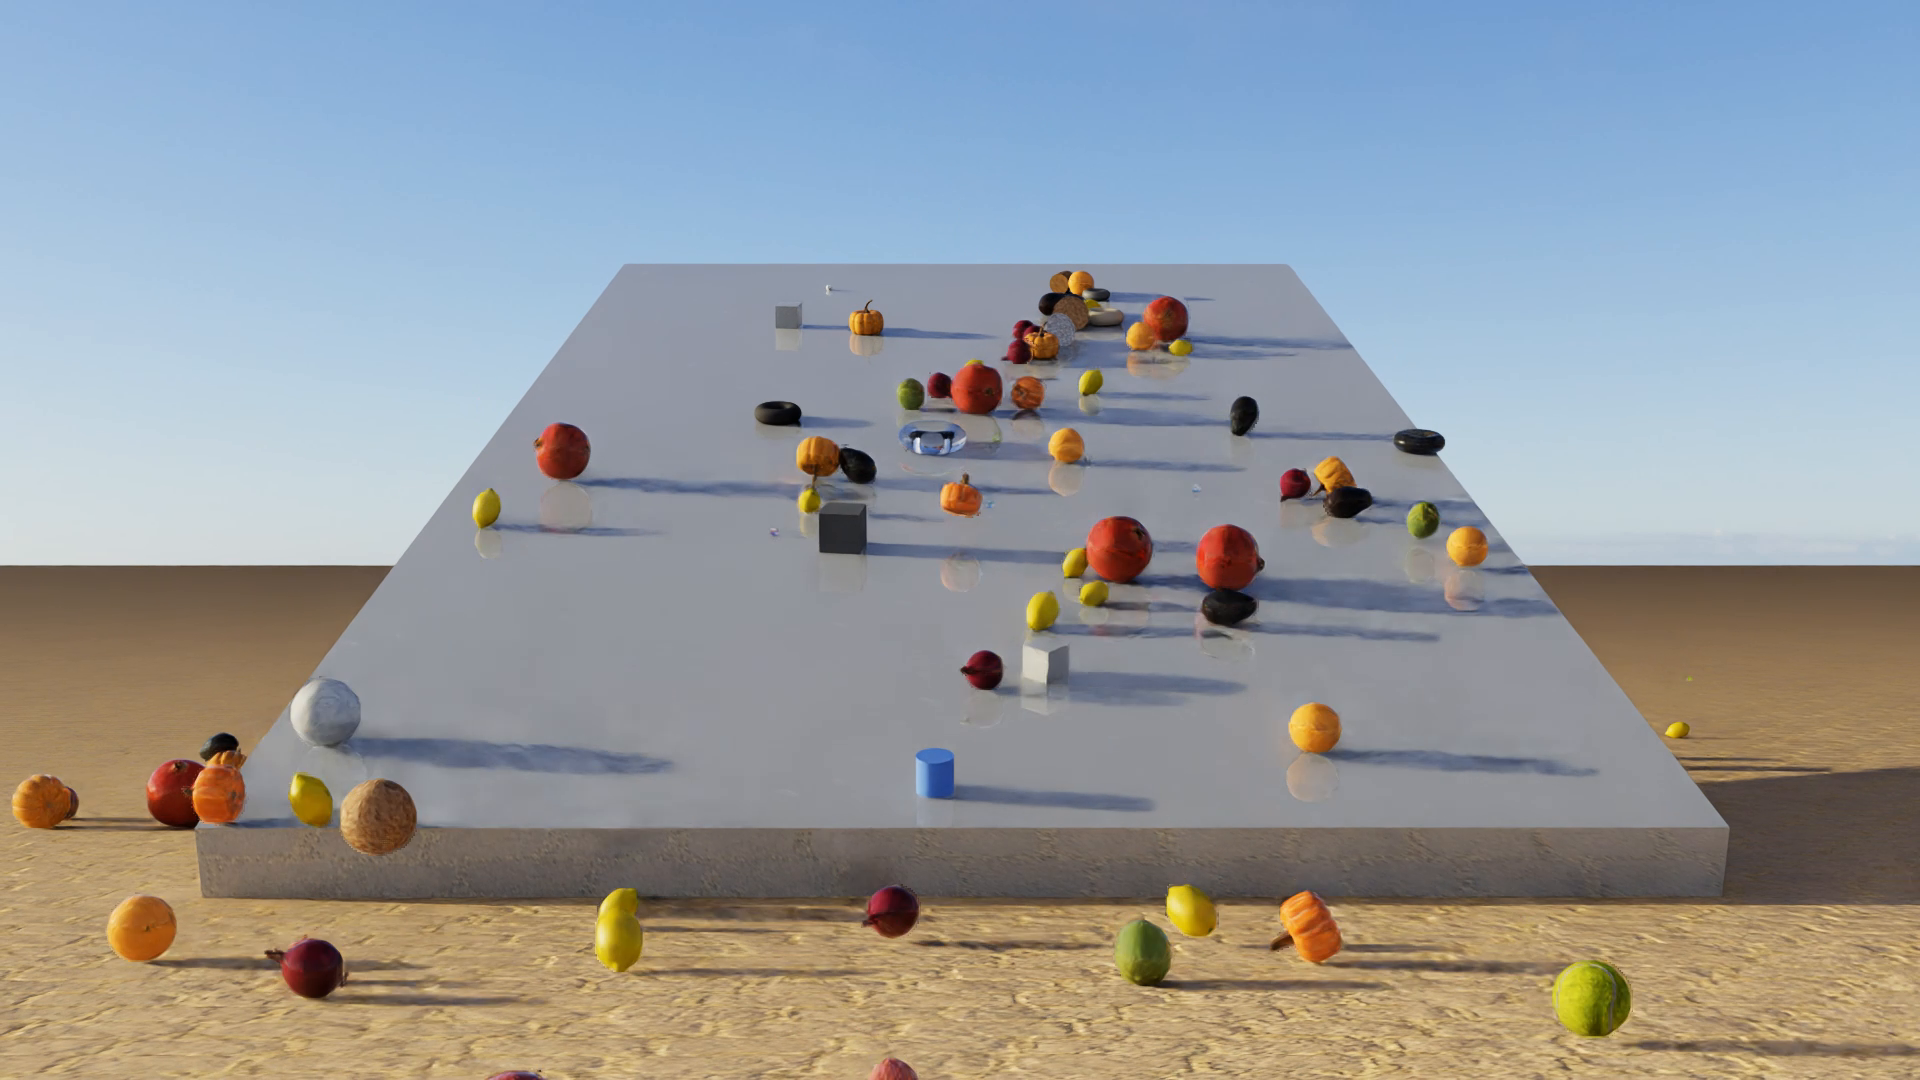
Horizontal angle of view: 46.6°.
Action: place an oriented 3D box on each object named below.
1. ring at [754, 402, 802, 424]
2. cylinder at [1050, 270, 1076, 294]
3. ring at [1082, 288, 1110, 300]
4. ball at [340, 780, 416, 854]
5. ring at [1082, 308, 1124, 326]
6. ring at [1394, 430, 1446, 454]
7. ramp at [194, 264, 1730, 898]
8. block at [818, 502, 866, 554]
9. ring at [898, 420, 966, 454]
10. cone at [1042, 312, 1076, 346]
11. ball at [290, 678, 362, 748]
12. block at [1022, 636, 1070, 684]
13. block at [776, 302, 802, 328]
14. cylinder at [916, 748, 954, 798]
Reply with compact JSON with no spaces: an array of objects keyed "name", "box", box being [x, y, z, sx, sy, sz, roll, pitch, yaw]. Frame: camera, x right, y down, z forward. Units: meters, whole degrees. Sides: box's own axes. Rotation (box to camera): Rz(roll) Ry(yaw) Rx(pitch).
[{"name":"ring","box":[-0.401,-0.280,4.916,0.104,0.035,0.104,1,19,0]},{"name":"cylinder","box":[0.290,-0.726,6.289,0.058,0.058,0.058,0,22,20]},{"name":"ring","box":[0.379,-0.683,6.208,0.078,0.026,0.078,0,16,0]},{"name":"ball","box":[-0.738,0.351,2.827,0.095,0.095,0.095,0,0,0]},{"name":"ring","box":[0.377,-0.590,5.896,0.113,0.038,0.113,1,17,0]},{"name":"ring","box":[0.966,-0.207,4.690,0.109,0.036,0.109,1,16,0]},{"name":"ramp","box":[-0.003,-0.181,4.827,2.000,0.100,4.000,0,18,0]},{"name":"block","box":[-0.212,-0.022,4.036,0.073,0.073,0.073,3,18,8]},{"name":"ring","box":[-0.059,-0.216,4.694,0.146,0.049,0.146,1,17,0]},{"name":"cone","box":[0.234,-0.525,5.684,0.087,0.087,0.087,0,-12,-31]},{"name":"ball","box":[-0.897,0.244,3.154,0.096,0.096,0.096,0,0,0]},{"name":"block","box":[0.131,0.184,3.423,0.052,0.052,0.052,15,23,39]},{"name":"block","box":[-0.450,-0.590,5.854,0.059,0.059,0.059,2,18,7]},{"name":"cylinder","box":[-0.034,0.315,3.009,0.052,0.052,0.052,0,18,0]}]
